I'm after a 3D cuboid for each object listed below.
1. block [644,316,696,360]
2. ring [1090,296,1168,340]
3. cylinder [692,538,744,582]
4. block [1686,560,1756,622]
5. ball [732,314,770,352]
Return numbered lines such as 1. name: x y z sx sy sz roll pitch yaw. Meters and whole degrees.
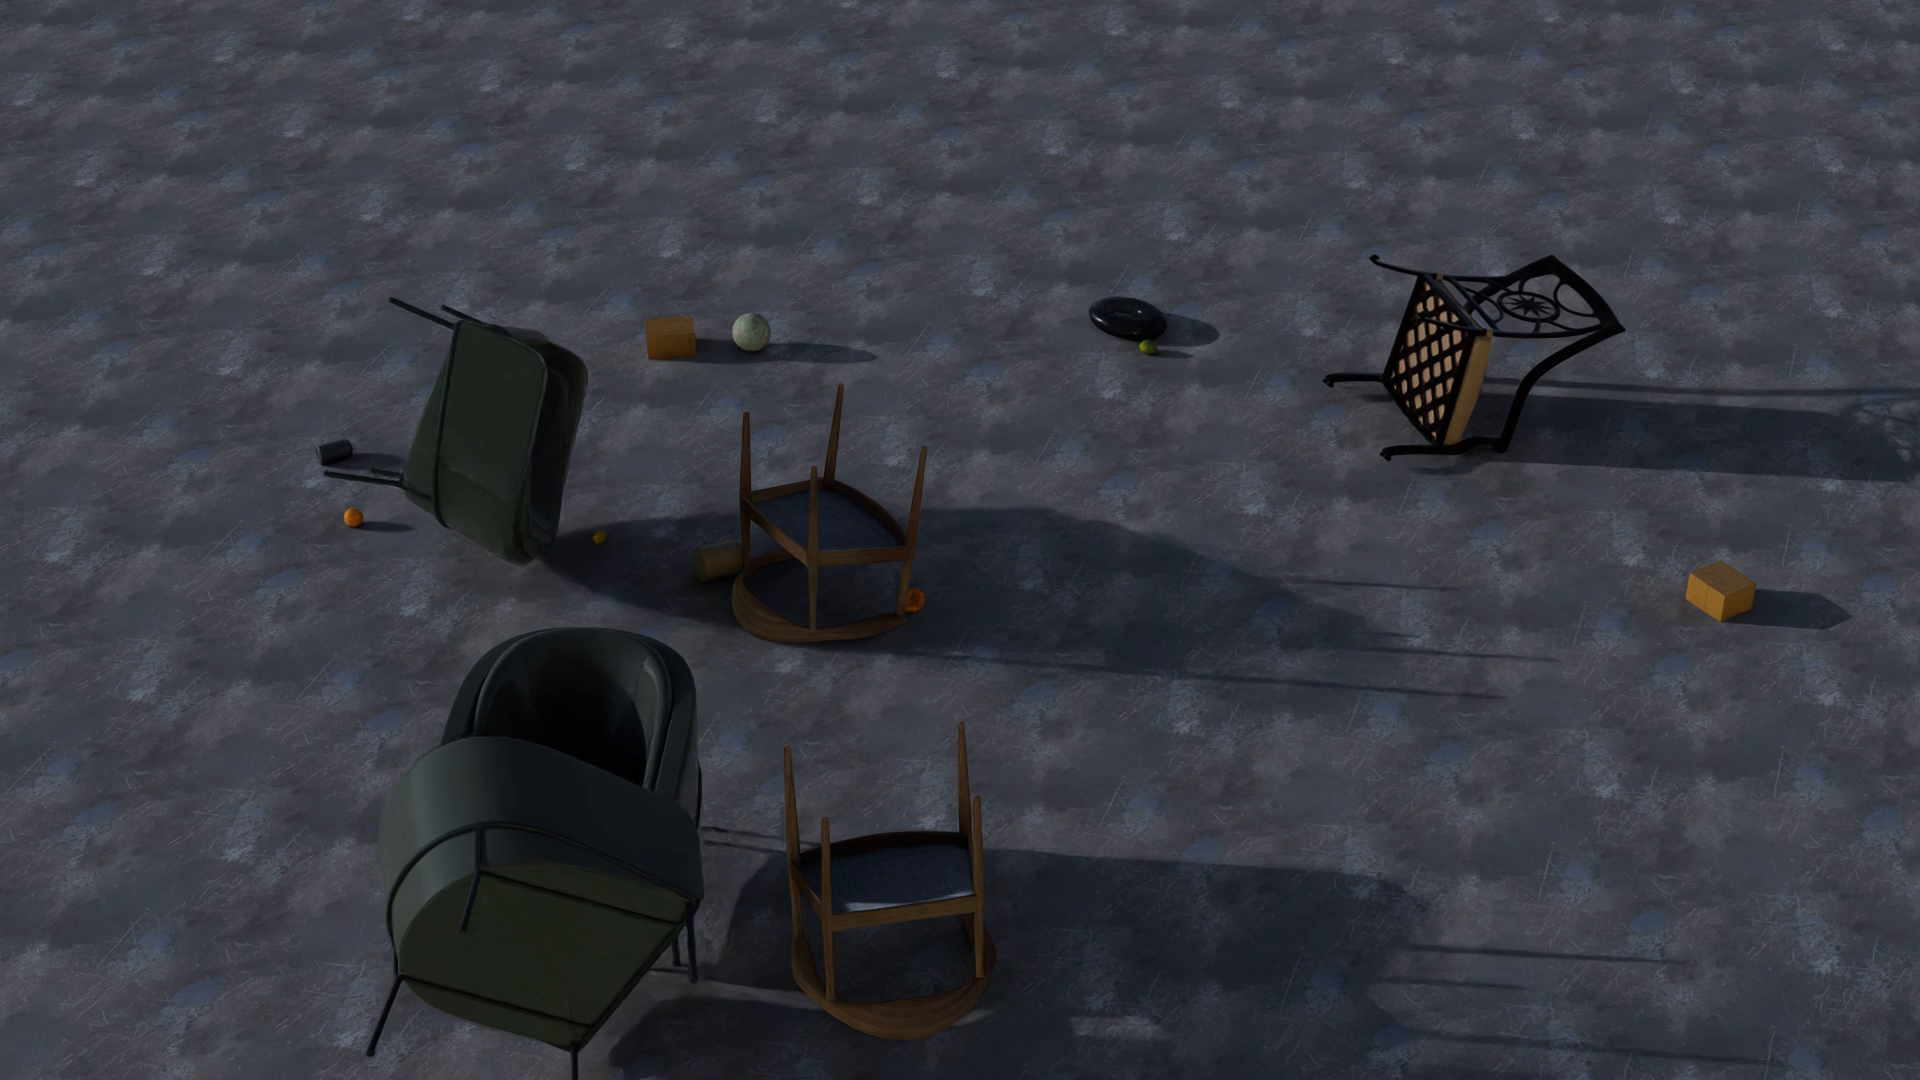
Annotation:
1. block: -1.197 -0.838 12.120 0.196 0.106 0.151 -5 34 -8
2. ring: 0.703 -0.929 12.278 0.350 0.084 0.264 21 38 28
3. cylinder: -0.881 0.075 10.689 0.148 0.128 0.180 -13 -9 -19
4. block: 2.741 0.183 10.564 0.154 0.113 0.175 -19 38 -27
5. ball: -0.860 -0.857 12.101 0.159 0.159 0.159 0 33 0
